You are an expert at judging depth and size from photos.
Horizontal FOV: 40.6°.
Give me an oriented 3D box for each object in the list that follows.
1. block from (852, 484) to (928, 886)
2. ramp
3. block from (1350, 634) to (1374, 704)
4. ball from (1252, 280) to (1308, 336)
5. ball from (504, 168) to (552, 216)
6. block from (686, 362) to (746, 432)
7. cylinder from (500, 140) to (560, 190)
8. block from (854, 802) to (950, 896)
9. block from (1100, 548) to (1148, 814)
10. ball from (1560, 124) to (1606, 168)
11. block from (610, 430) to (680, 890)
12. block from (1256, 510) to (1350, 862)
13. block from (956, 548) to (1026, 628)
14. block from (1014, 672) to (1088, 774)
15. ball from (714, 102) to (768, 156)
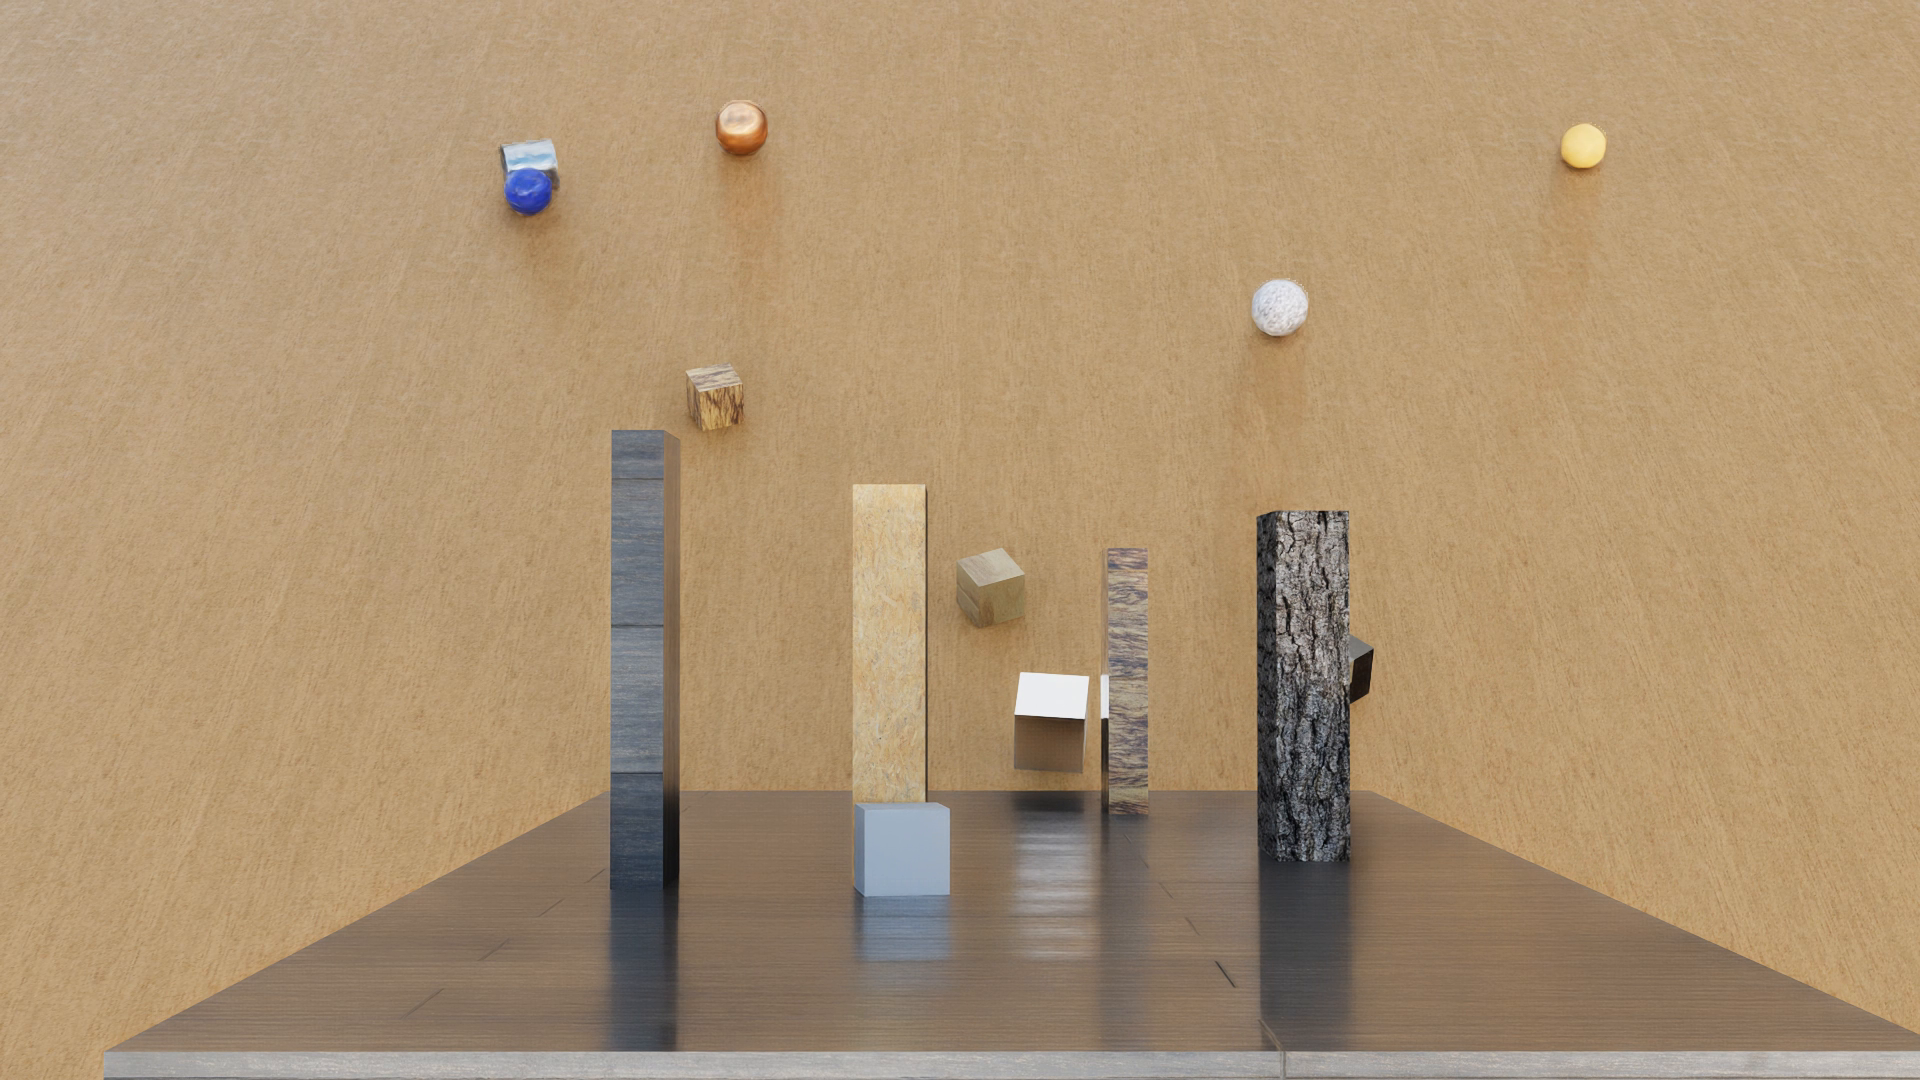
[{"bbox_3d":[-0.123,0.255,4.666,0.125,0.692,0.375,0,-1,0],"label":"block"},{"bbox_3d":[0.076,0.654,4.799,2.000,0.100,4.000,0,-1,0],"label":"ramp"},{"bbox_3d":[1.037,0.360,7.242,0.156,0.156,0.156,-26,42,-33],"label":"block"},{"bbox_3d":[1.097,-0.797,8.913,0.195,0.195,0.195,0,34,0],"label":"ball"},{"bbox_3d":[-1.608,-1.299,9.668,0.178,0.178,0.178,0,34,0],"label":"ball"},{"bbox_3d":[-0.798,-0.468,8.470,0.148,0.148,0.148,-13,36,-19],"label":"block"},{"bbox_3d":[-1.628,-1.410,9.823,0.186,0.186,0.186,-10,35,-14],"label":"cylinder"},{"bbox_3d":[-0.099,0.522,4.393,0.143,0.143,0.143,0,-2,-9],"label":"block"},{"bbox_3d":[0.391,0.332,6.195,0.091,0.618,0.325,0,-1,0],"label":"block"},{"bbox_3d":[2.400,-1.516,9.995,0.170,0.170,0.170,0,34,0],"label":"ball"},{"bbox_3d":[-0.550,0.207,4.555,0.090,0.783,0.264,0,-1,0],"label":"block"},{"bbox_3d":[0.668,0.280,5.070,0.139,0.663,0.320,0,-1,0],"label":"block"},{"bbox_3d":[0.089,0.140,7.573,0.149,0.149,0.149,-15,37,-21],"label":"block"},{"bbox_3d":[0.247,0.494,7.019,0.186,0.186,0.186,3,34,5],"label":"block"},{"bbox_3d":[-0.848,-1.600,10.084,0.208,0.208,0.208,0,34,0],"label":"ball"}]
